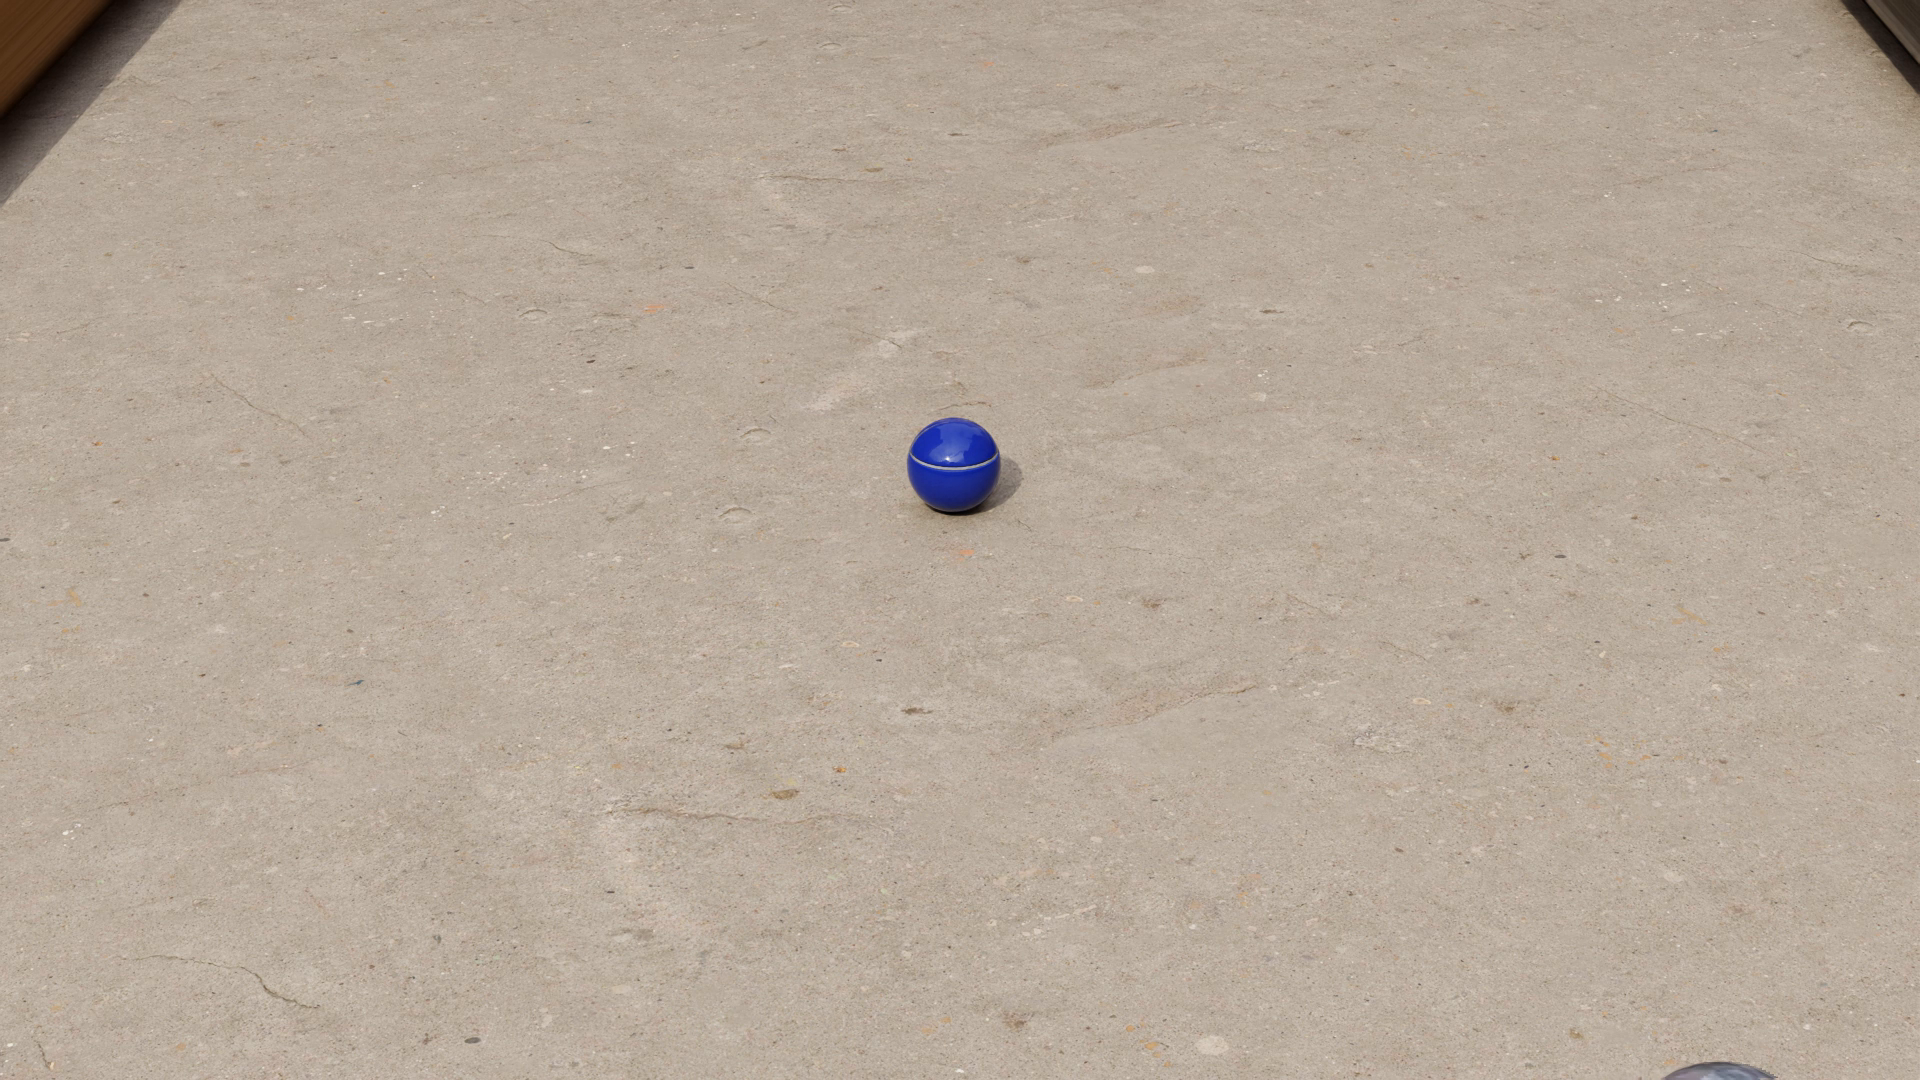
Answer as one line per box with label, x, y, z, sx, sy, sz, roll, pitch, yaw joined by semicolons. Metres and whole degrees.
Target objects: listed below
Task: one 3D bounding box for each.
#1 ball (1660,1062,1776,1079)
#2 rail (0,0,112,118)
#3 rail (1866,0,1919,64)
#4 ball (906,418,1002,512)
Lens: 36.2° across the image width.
ball;0.330;0.271;1.272;0.089;0.089;0.089;0;27;0
rail;-0.837;-0.381;2.512;0.045;0.115;3.098;1;27;1
rail;0.873;-0.363;2.476;0.045;0.115;3.098;1;27;1
ball;-0.004;-0.049;1.925;0.062;0.062;0.062;0;27;0
